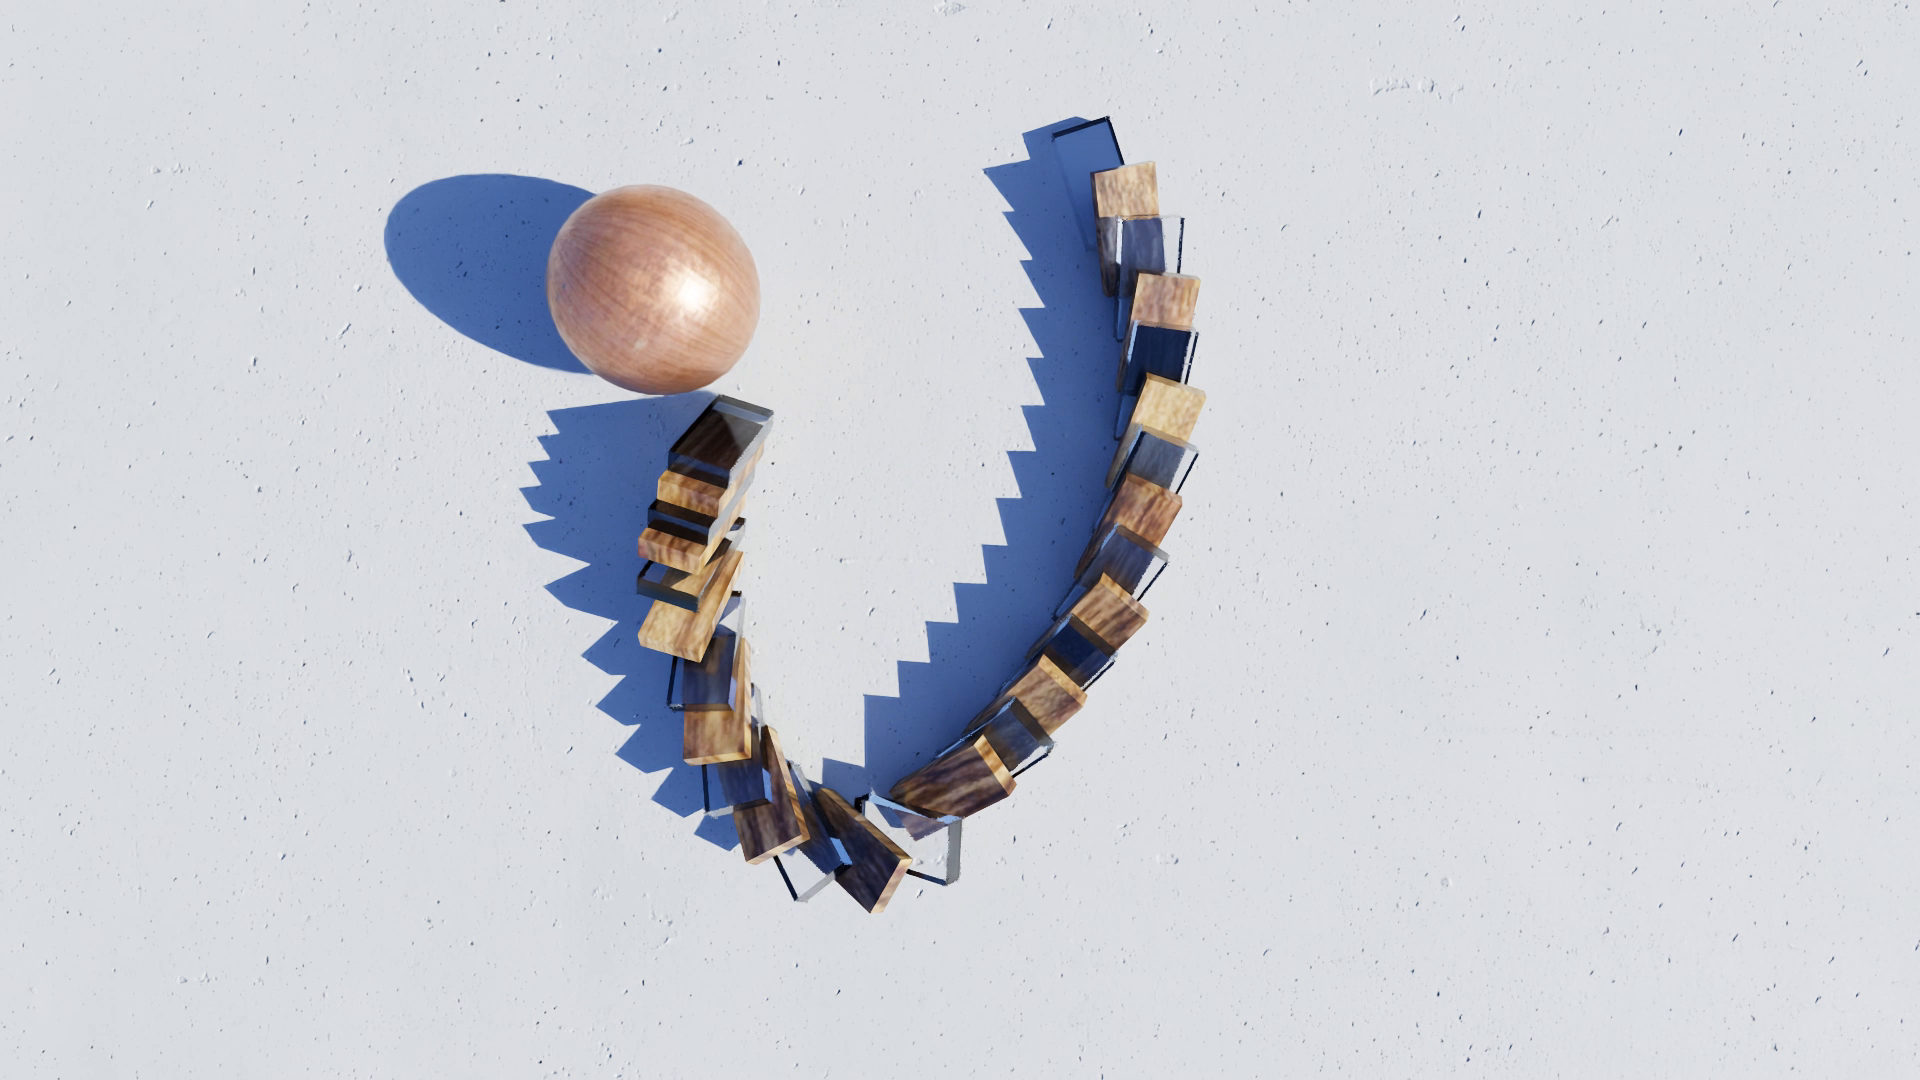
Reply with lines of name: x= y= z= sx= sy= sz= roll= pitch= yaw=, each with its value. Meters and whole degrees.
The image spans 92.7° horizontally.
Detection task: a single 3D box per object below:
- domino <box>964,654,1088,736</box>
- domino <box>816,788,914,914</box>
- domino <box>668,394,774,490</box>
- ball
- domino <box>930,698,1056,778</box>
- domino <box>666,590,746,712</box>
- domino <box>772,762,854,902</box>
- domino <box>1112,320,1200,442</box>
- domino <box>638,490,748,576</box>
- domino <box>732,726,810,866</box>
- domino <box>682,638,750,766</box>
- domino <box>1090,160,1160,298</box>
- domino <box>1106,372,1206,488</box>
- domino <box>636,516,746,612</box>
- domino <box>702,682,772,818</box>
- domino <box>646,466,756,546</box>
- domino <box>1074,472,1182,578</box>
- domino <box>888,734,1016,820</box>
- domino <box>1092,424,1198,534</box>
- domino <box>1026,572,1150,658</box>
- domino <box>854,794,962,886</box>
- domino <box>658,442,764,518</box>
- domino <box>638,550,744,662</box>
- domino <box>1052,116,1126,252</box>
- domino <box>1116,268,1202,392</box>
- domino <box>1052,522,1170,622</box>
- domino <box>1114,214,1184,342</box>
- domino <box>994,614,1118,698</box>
domino: x=0.027 y=0.073 z=0.384 sx=0.025 sy=0.009 sz=0.050 roll=43 pitch=117 yaw=0
domino: x=-0.046 y=0.129 z=0.382 sx=0.050 sy=0.009 sz=0.025 roll=30 pitch=91 yaw=33
domino: x=-0.097 y=-0.041 z=0.377 sx=0.025 sy=0.050 sz=0.010 roll=18 pitch=127 yaw=0
ball: x=-0.119 y=-0.097 z=0.360 sx=0.080 sy=0.080 sz=0.080 roll=0 pitch=90 yaw=0
domino: x=0.013 y=0.090 z=0.384 sx=0.050 sy=0.009 sz=0.025 roll=-41 pitch=90 yaw=28
domino: x=-0.106 y=0.046 z=0.384 sx=0.025 sy=0.010 sz=0.050 roll=-1 pitch=61 yaw=0
domino: x=-0.068 y=0.122 z=0.383 sx=0.025 sy=0.009 sz=0.050 roll=-38 pitch=59 yaw=0
domino: x=0.081 y=-0.065 z=0.384 sx=0.025 sy=0.009 sz=0.050 roll=7 pitch=117 yaw=0
domino: x=-0.109 y=-0.008 z=0.377 sx=0.025 sy=0.050 sz=0.009 roll=18 pitch=127 yaw=0
domino: x=-0.083 y=0.106 z=0.383 sx=0.025 sy=0.010 sz=0.050 roll=-26 pitch=60 yaw=0
domino: x=-0.101 y=0.067 z=0.384 sx=0.025 sy=0.009 sz=0.050 roll=-7 pitch=61 yaw=0
domino: x=0.071 y=-0.130 z=0.385 sx=0.025 sy=0.009 sz=0.050 roll=-11 pitch=116 yaw=0
domino: x=0.081 y=-0.042 z=0.384 sx=0.025 sy=0.010 sz=0.050 roll=18 pitch=118 yaw=0
domino: x=-0.110 y=0.006 z=0.378 sx=0.025 sy=0.050 sz=0.010 roll=18 pitch=131 yaw=0
domino: x=-0.095 y=0.087 z=0.384 sx=0.025 sy=0.010 sz=0.050 roll=-14 pitch=61 yaw=0
domino: x=-0.105 y=-0.019 z=0.377 sx=0.025 sy=0.050 sz=0.010 roll=18 pitch=127 yaw=0
domino: x=0.070 y=-0.001 z=0.384 sx=0.025 sy=0.010 sz=0.050 roll=24 pitch=117 yaw=0
domino: x=-0.003 y=0.104 z=0.384 sx=0.050 sy=0.010 sz=0.025 roll=-35 pitch=90 yaw=28
domino: x=0.077 y=-0.021 z=0.384 sx=0.025 sy=0.010 sz=0.050 roll=22 pitch=117 yaw=0
domino: x=0.053 y=0.040 z=0.384 sx=0.025 sy=0.009 sz=0.050 roll=40 pitch=117 yaw=0
domino: x=-0.023 y=0.124 z=0.382 sx=0.050 sy=0.010 sz=0.025 roll=3 pitch=90 yaw=36
domino: x=-0.101 y=-0.030 z=0.377 sx=0.025 sy=0.050 sz=0.009 roll=18 pitch=127 yaw=0
domino: x=-0.111 y=0.024 z=0.382 sx=0.025 sy=0.010 sz=0.050 roll=16 pitch=55 yaw=0
domino: x=0.059 y=-0.153 z=0.395 sx=0.025 sy=0.009 sz=0.050 roll=-18 pitch=90 yaw=0
domino: x=0.082 y=-0.086 z=0.384 sx=0.025 sy=0.009 sz=0.050 roll=7 pitch=117 yaw=0
domino: x=0.063 y=0.020 z=0.384 sx=0.025 sy=0.010 sz=0.050 roll=32 pitch=118 yaw=0
domino: x=0.079 y=-0.109 z=0.384 sx=0.025 sy=0.010 sz=0.050 roll=-3 pitch=118 yaw=-1
domino: x=0.040 y=0.057 z=0.384 sx=0.025 sy=0.010 sz=0.050 roll=40 pitch=117 yaw=0
